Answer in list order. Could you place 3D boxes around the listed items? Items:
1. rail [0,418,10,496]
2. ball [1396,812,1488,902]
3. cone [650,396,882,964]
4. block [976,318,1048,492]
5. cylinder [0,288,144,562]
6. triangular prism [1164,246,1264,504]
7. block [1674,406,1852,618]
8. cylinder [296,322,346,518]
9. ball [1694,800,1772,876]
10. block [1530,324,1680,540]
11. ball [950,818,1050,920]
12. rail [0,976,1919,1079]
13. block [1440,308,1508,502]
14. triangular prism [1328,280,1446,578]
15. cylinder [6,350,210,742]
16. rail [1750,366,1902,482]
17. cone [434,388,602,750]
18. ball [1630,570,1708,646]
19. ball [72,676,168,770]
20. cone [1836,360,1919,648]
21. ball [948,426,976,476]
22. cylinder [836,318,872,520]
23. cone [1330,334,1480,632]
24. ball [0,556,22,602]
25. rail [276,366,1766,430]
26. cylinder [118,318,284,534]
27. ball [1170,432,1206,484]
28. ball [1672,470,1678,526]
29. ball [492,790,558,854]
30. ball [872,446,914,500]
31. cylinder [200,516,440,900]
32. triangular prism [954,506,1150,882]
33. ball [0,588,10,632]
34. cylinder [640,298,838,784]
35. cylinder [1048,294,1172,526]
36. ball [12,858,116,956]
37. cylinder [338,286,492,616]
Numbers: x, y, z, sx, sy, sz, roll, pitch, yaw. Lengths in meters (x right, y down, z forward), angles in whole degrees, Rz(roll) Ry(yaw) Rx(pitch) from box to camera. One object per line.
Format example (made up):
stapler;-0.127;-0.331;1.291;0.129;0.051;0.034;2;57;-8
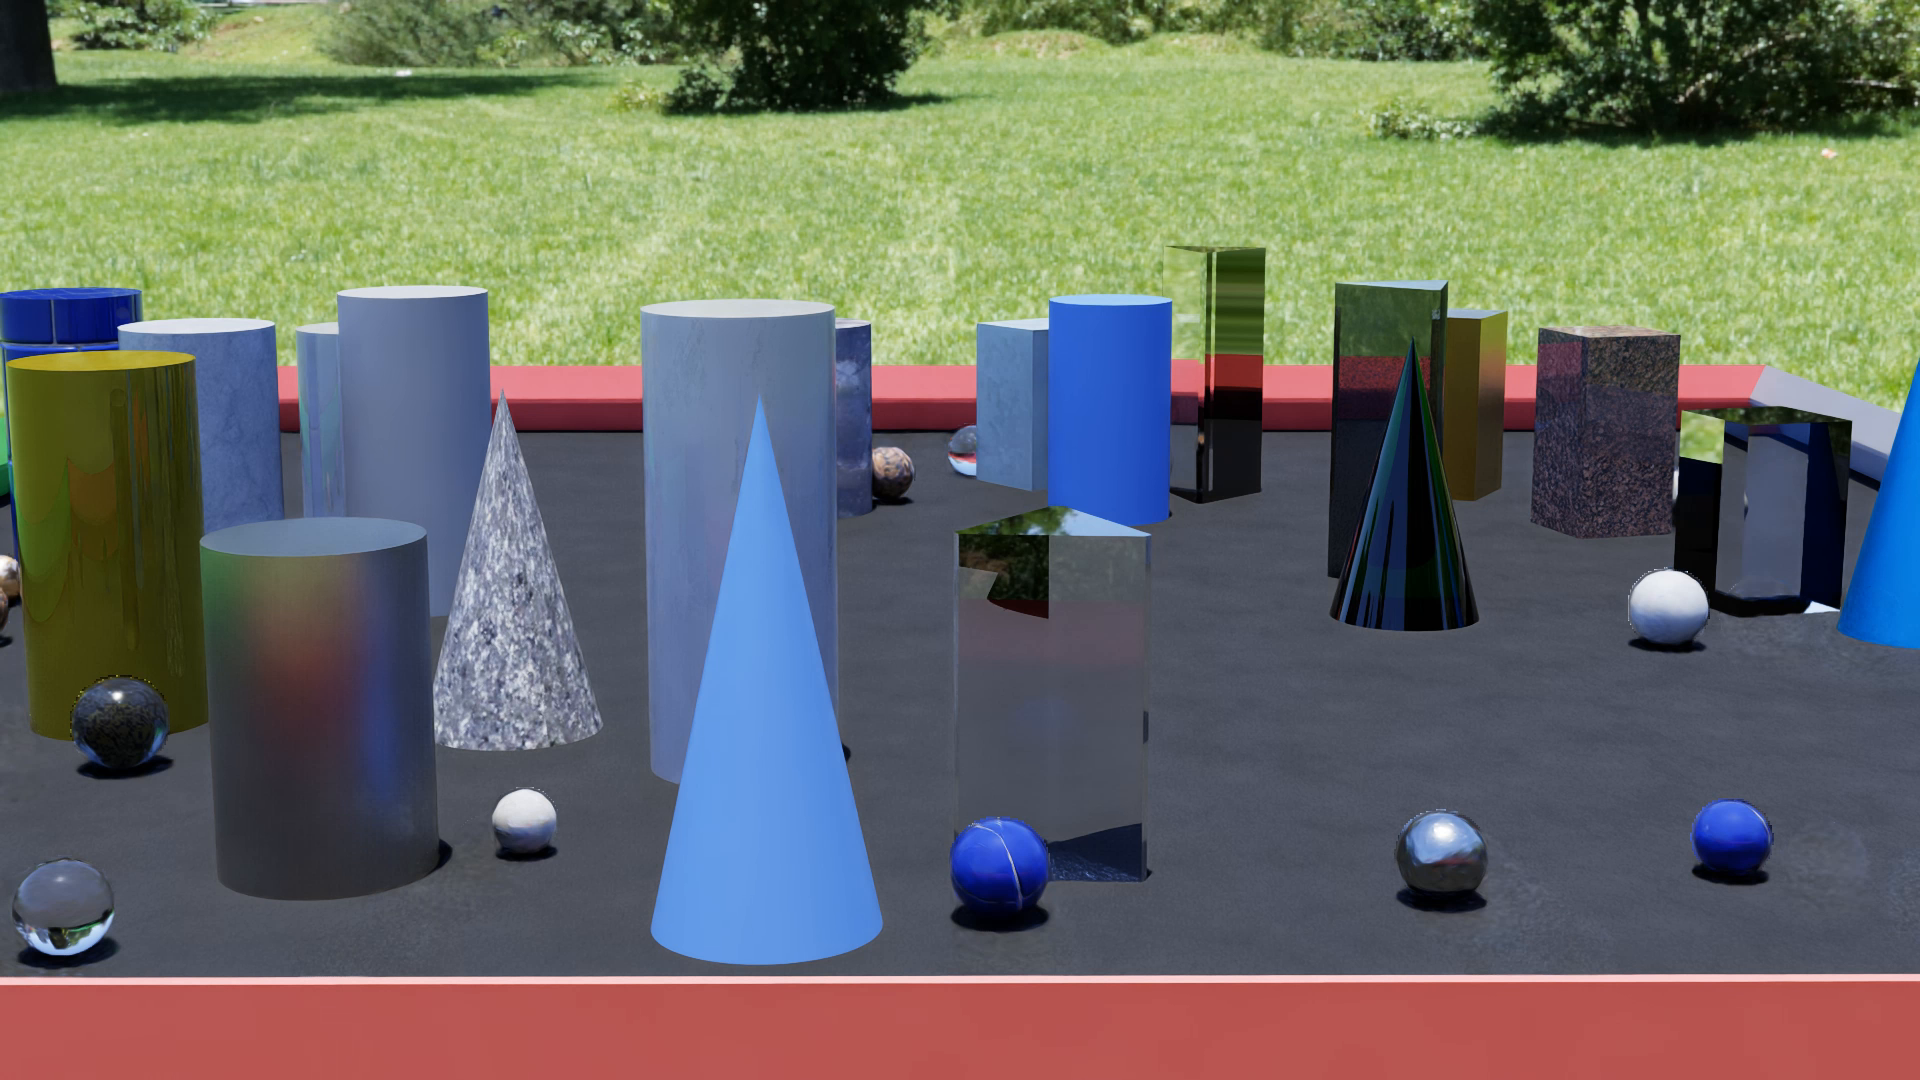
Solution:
rail;-1.617;0.035;3.440;0.045;0.129;3.533;0;10;0
ball;0.425;0.280;2.261;0.079;0.079;0.079;0;10;0
cone;-0.166;0.105;2.161;0.199;0.459;0.199;0;10;0
block;0.141;-0.242;4.529;0.159;0.280;0.159;-8;13;-36
cylinder;-1.283;-0.158;3.736;0.199;0.403;0.199;0;10;0
triangular prism;0.406;-0.289;4.392;0.149;0.421;0.172;9;14;41
block;1.092;-0.041;3.501;0.159;0.259;0.159;-3;11;-17
cylinder;-0.877;-0.143;3.810;0.199;0.347;0.199;0;10;0
ball;0.703;0.271;2.334;0.069;0.069;0.069;0;10;0
block;1.021;-0.174;4.064;0.159;0.315;0.159;-3;11;-16
ball;0.034;0.284;2.215;0.086;0.086;0.086;0;10;0
rail;0.010;0.350;1.735;3.281;0.129;0.045;0;10;0
block;0.837;-0.237;4.420;0.159;0.310;0.159;5;12;27
triangular prism;0.644;-0.155;3.662;0.172;0.423;0.149;10;15;44
cylinder;-0.944;0.002;2.859;0.199;0.407;0.199;0;10;0
rail;1.617;0.032;3.458;0.045;0.129;3.533;0;10;0
cone;-0.498;0.021;2.825;0.199;0.383;0.199;0;10;0
ball;0.900;0.086;3.257;0.097;0.097;0.097;0;10;0
ball;-0.879;0.192;2.687;0.097;0.097;0.097;0;10;0
cone;1.245;-0.101;3.296;0.199;0.451;0.199;0;10;0
ball;0.022;-0.161;4.612;0.090;0.090;0.090;0;10;0
cylinder;-0.245;-0.203;4.231;0.199;0.311;0.199;0;10;0
cone;0.596;-0.085;3.408;0.199;0.378;0.199;0;10;0
ball;-1.313;0.054;3.513;0.066;0.066;0.066;0;10;0
rail;-0.010;-0.284;5.162;3.281;0.129;0.045;0;10;0
cylinder;-1.002;-0.090;3.404;0.199;0.390;0.199;0;10;0
ball;0.385;-0.145;4.521;0.093;0.093;0.093;0;10;0
ball;1.159;-0.065;4.069;0.099;0.099;0.099;0;10;0
ball;-0.407;0.264;2.399;0.060;0.060;0.060;0;10;0
ball;-0.123;-0.113;4.333;0.090;0.090;0.090;0;10;0
cylinder;-0.581;0.149;2.336;0.199;0.309;0.199;0;10;0
triangular prism;0.087;0.138;2.370;0.172;0.318;0.149;1;11;4
ball;-1.257;0.089;3.264;0.089;0.089;0.089;0;10;0
cylinder;-0.227;0.000;2.666;0.199;0.482;0.199;0;10;0
cylinder;0.243;-0.214;4.173;0.199;0.354;0.199;0;10;0
ball;-0.742;0.304;2.126;0.081;0.081;0.081;0;10;0
cylinder;-0.736;-0.124;3.489;0.199;0.426;0.199;0;10;0
